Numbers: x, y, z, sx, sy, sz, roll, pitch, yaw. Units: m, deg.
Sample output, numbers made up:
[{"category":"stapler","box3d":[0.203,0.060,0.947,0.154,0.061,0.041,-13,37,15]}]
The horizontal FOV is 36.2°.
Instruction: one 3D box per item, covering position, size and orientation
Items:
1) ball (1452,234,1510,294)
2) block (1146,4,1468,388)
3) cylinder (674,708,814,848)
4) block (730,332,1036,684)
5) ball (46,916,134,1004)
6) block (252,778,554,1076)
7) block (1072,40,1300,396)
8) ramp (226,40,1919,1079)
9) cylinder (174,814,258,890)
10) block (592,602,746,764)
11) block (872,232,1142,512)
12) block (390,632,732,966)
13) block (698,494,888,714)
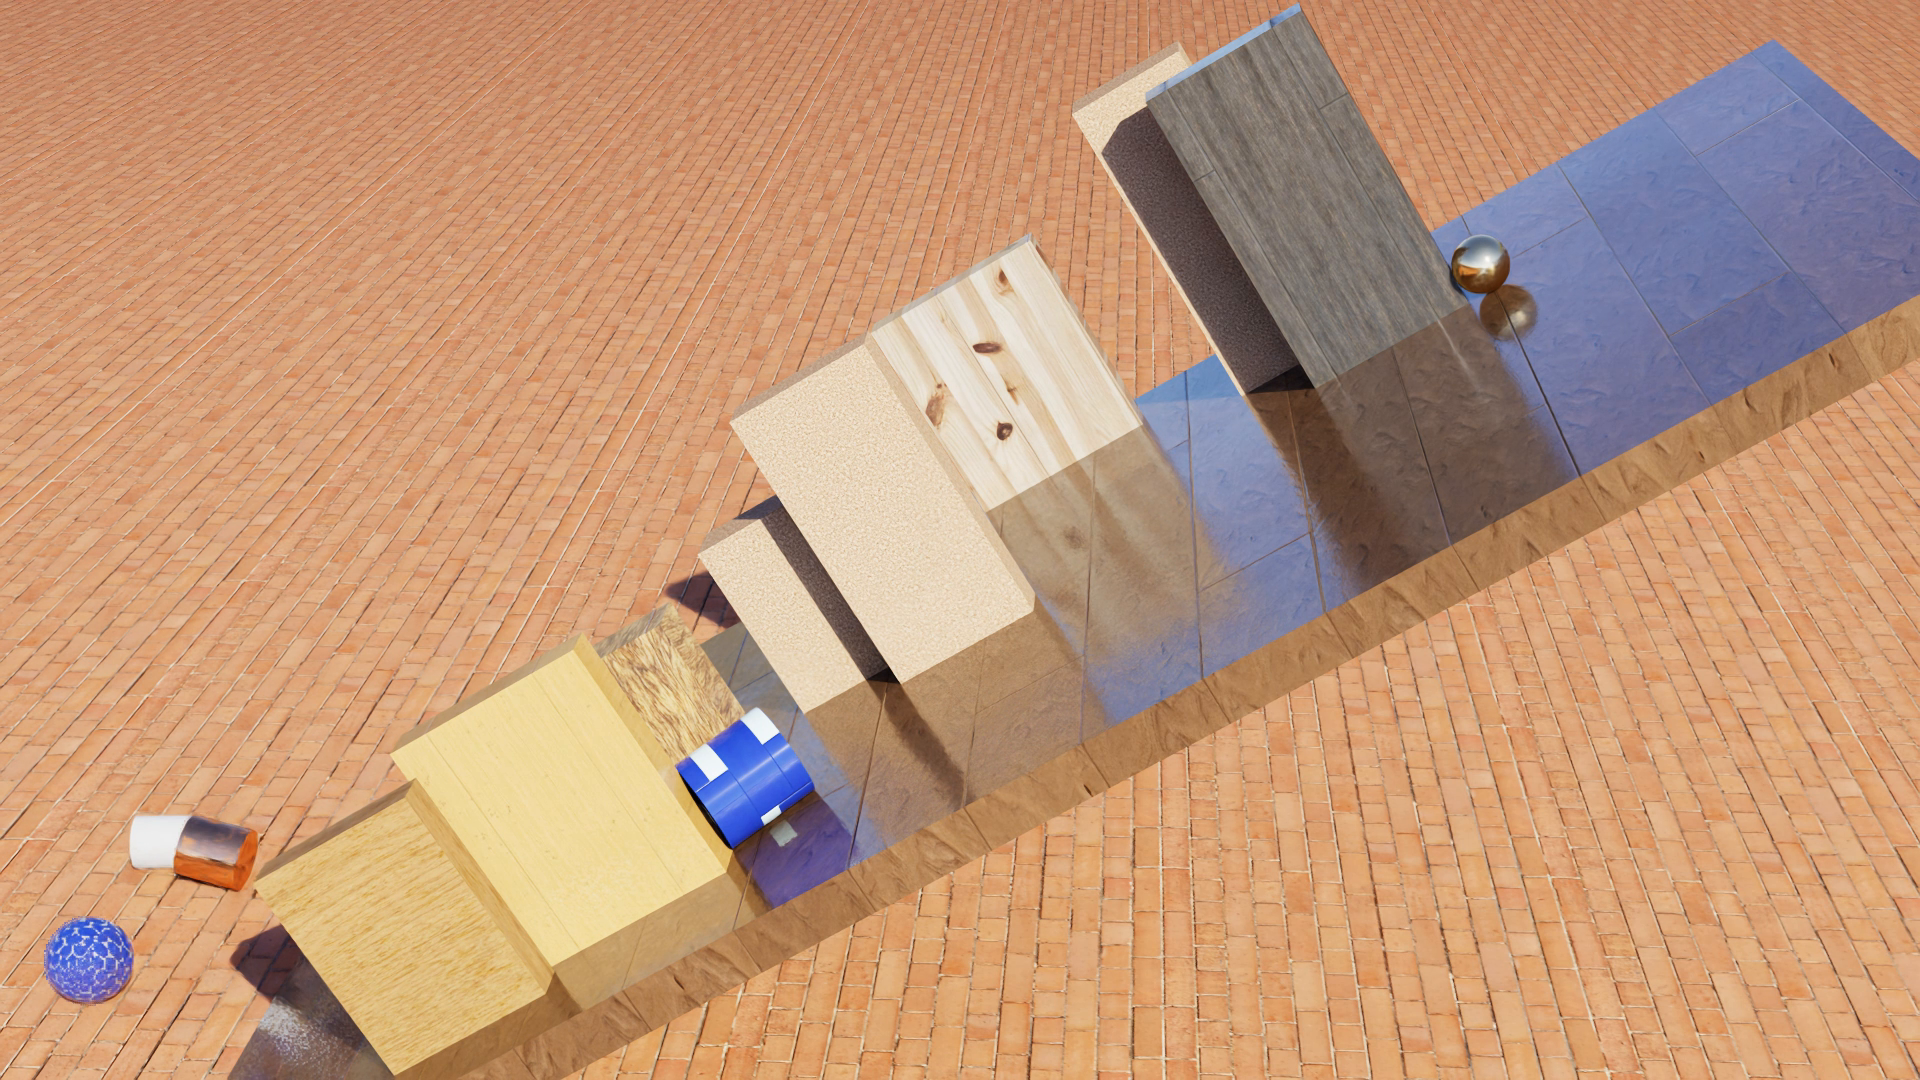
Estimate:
[{"category":"ball","box3d":[1.112,-0.589,6.281,0.126,0.126,0.126,0,19,0]},{"category":"block","box3d":[0.745,-0.734,6.311,0.375,0.730,0.108,-29,15,13]},{"category":"cylinder","box3d":[-0.432,0.476,5.882,0.204,0.204,0.204,-36,29,-11]},{"category":"block","box3d":[-0.157,-0.064,6.135,0.327,0.669,0.107,-29,15,13]},{"category":"ball","box3d":[-2.049,0.990,6.929,0.202,0.202,0.202,0,19,0]},{"category":"block","box3d":[-1.087,0.760,5.762,0.365,0.483,0.095,-29,15,13]},{"category":"block","box3d":[0.561,-0.719,6.603,0.271,0.749,0.141,-29,15,13]},{"category":"ramp","box3d":[0.141,0.169,6.288,4.000,0.100,2.000,-29,15,13]},{"category":"cylinder","box3d":[-1.896,0.796,7.502,0.158,0.158,0.158,14,21,5]},{"category":"block","box3d":[-0.610,0.395,6.054,0.292,0.434,0.137,-29,15,13]},{"category":"block","box3d":[0.113,-0.392,6.940,0.435,0.514,0.085,-29,15,13]},{"category":"block","box3d":[-0.782,0.519,5.797,0.435,0.541,0.097,-29,15,13]},{"category":"block","box3d":[-0.301,0.101,6.378,0.344,0.426,0.134,-29,15,13]}]
